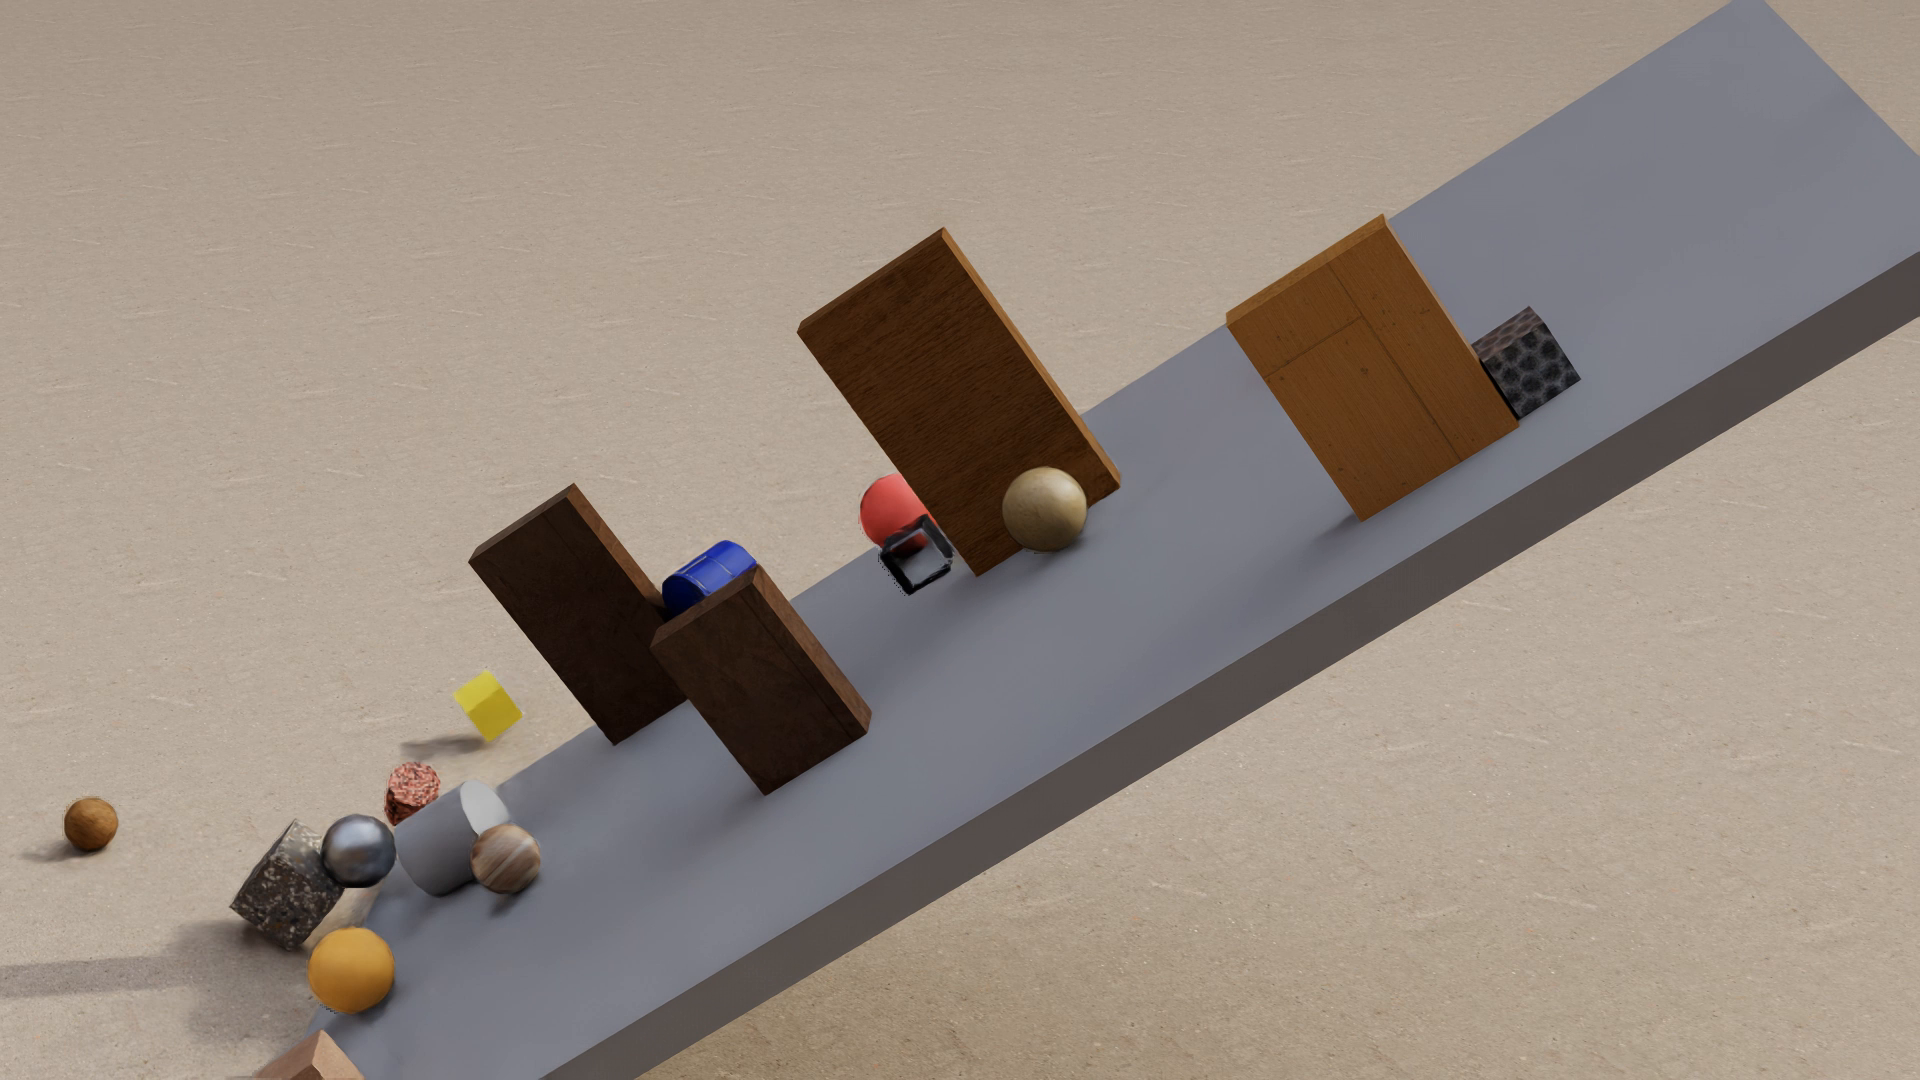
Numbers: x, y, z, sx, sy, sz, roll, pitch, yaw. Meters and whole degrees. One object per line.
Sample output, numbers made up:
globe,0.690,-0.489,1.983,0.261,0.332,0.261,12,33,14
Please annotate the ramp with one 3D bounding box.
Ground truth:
ramp,0.136,0.174,6.305,4.000,0.100,2.000,-32,16,15

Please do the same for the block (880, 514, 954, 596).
block,-0.099,0.033,6.819,0.117,0.117,0.117,-31,16,18

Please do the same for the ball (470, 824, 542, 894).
ball,-1.039,0.730,6.726,0.160,0.160,0.160,0,21,0

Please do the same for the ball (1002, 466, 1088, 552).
ball,0.184,-0.067,6.369,0.185,0.185,0.185,0,21,0

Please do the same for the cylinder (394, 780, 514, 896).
cylinder,-1.209,0.715,7.051,0.207,0.207,0.207,-32,15,16

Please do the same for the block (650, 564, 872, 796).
block,-0.416,0.295,6.182,0.268,0.408,0.109,-32,16,15

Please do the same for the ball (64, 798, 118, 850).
ball,-2.329,0.761,7.881,0.139,0.139,0.139,0,21,0

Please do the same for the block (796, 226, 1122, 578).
block,0.002,-0.299,6.490,0.388,0.690,0.082,-32,16,15

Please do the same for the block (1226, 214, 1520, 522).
block,0.749,-0.310,5.345,0.336,0.453,0.084,-32,16,15

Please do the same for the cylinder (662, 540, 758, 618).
cylinder,-0.602,0.122,7.196,0.179,0.179,0.179,17,40,37

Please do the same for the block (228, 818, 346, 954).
block,-1.676,0.870,7.407,0.198,0.198,0.198,39,19,-10

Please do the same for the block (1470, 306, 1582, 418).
block,1.034,-0.326,5.384,0.130,0.130,0.130,-34,15,9

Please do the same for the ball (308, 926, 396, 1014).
ball,-1.381,0.976,6.677,0.194,0.194,0.194,0,21,0

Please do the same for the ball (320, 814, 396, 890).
ball,-1.503,0.778,7.350,0.187,0.187,0.187,0,21,0

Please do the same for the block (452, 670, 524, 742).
block,-1.360,0.478,8.476,0.125,0.125,0.125,-37,35,-10

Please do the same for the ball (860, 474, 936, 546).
ball,-0.148,-0.067,7.087,0.187,0.187,0.187,0,21,0

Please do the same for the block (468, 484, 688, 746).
block,-0.897,0.185,7.212,0.305,0.588,0.100,-32,16,15

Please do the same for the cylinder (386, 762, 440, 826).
cylinder,-1.461,0.685,7.847,0.134,0.134,0.134,8,52,-10

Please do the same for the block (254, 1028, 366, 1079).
block,-1.347,1.161,6.093,0.176,0.176,0.176,-35,15,5
